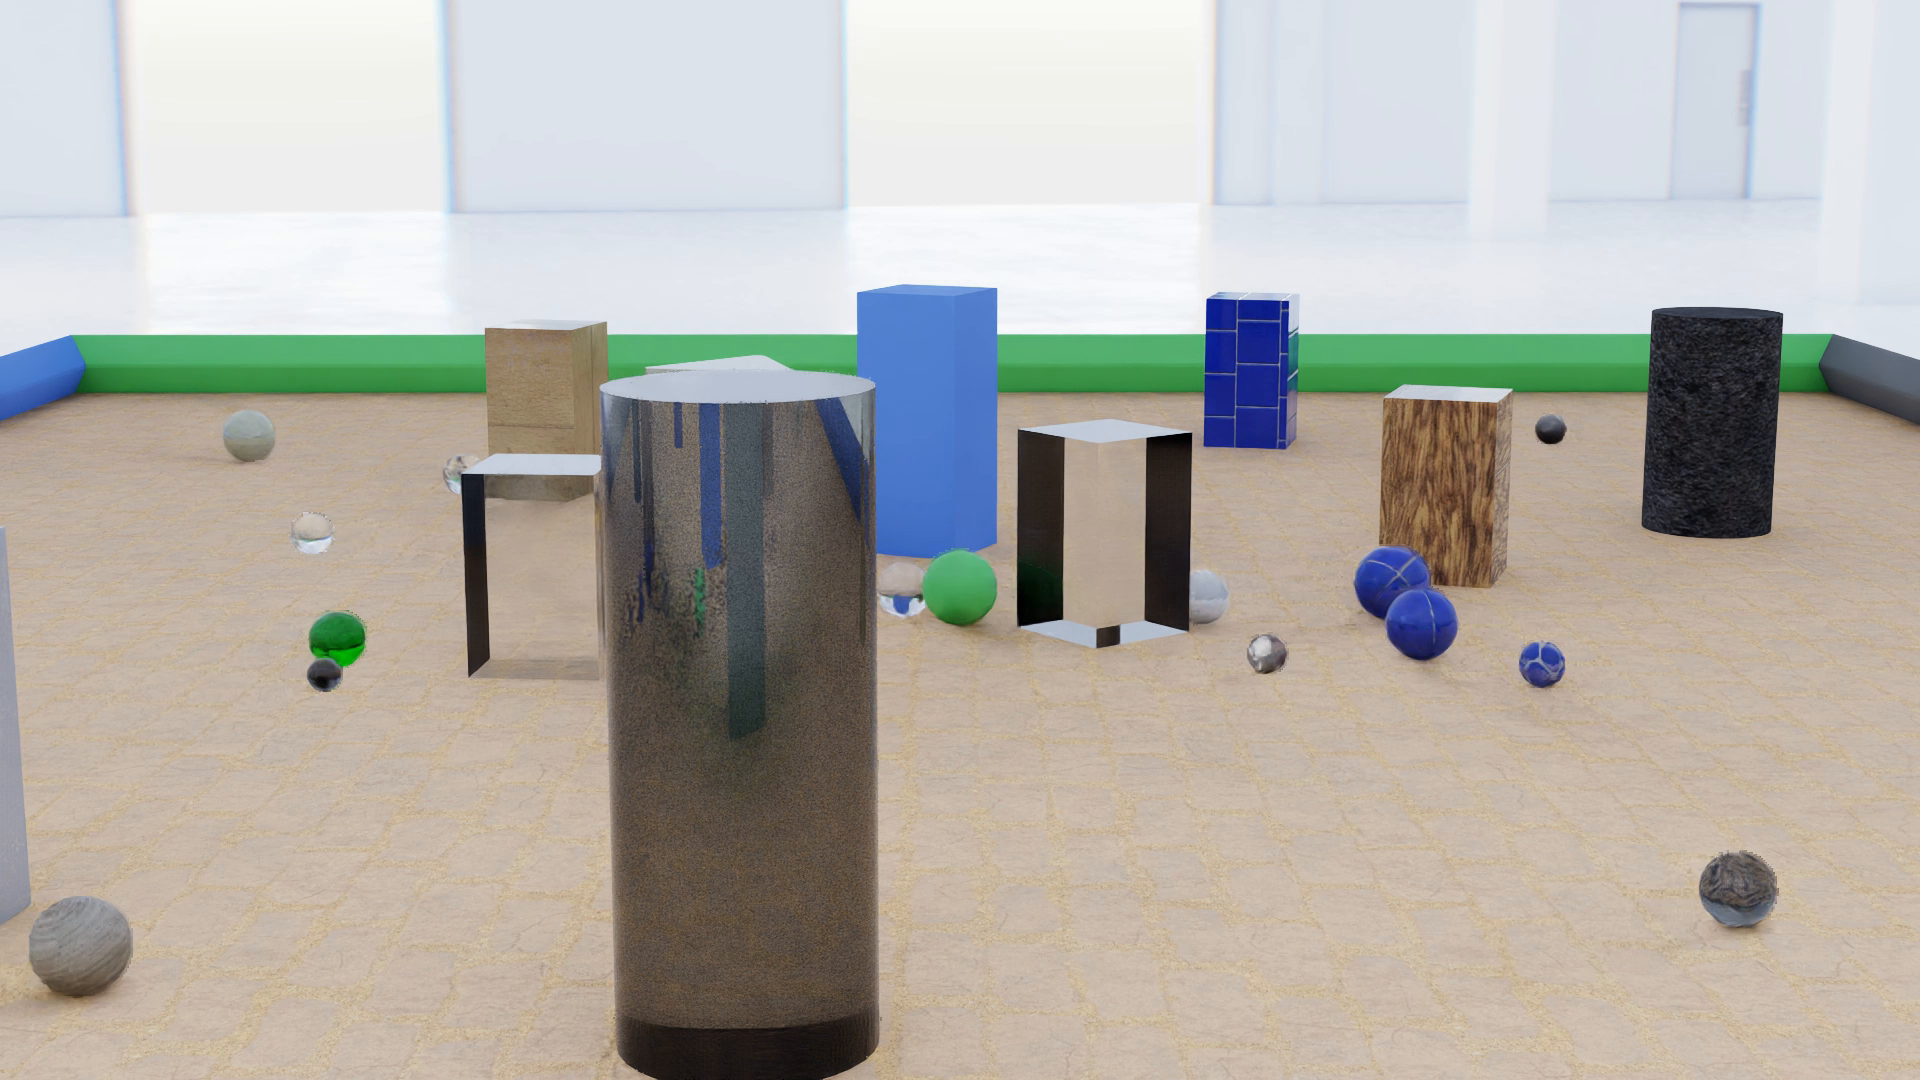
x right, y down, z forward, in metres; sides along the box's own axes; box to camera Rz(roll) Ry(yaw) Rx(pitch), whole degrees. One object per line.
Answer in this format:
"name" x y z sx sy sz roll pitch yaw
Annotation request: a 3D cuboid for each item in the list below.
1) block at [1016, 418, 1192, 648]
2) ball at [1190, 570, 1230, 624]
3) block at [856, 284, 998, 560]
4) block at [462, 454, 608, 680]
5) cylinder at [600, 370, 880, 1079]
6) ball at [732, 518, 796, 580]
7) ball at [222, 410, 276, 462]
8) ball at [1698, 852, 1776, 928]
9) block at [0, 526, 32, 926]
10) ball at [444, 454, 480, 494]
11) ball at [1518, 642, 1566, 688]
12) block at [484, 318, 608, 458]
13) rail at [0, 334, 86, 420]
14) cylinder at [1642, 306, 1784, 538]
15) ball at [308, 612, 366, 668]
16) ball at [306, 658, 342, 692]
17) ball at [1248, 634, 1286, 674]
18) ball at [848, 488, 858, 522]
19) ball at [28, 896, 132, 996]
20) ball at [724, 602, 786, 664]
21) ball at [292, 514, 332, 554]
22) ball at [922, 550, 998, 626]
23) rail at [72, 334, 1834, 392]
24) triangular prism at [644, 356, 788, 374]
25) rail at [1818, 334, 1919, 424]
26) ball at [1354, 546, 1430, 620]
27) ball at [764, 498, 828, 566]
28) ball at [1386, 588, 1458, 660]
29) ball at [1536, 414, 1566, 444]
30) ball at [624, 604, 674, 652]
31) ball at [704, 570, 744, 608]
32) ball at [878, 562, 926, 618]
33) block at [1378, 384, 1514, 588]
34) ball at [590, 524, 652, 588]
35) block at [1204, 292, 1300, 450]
"block" 0.187 -0.012 3.333 0.159 0.263 0.159 -8 13 -37
"ball" 0.318 0.075 3.367 0.071 0.071 0.071 0 10 0
"block" -0.048 -0.182 3.892 0.159 0.394 0.159 5 11 24
"block" -0.507 0.030 3.141 0.159 0.249 0.159 1 11 4
"cylinder" -0.160 0.133 1.900 0.199 0.498 0.199 0 10 0
"ball" -0.281 0.013 3.673 0.089 0.089 0.089 0 10 0
"ball" -1.323 -0.194 4.776 0.097 0.097 0.097 0 10 0
"ball" 0.666 0.299 2.197 0.064 0.064 0.064 0 10 0
"block" -0.905 0.167 2.156 0.159 0.338 0.159 1 11 6
"ball" -0.851 -0.113 4.405 0.071 0.071 0.071 0 10 0
"ball" 0.690 0.147 3.043 0.055 0.055 0.055 0 10 0
"block" -0.715 -0.233 4.463 0.159 0.286 0.159 3 11 14
"rail" -1.961 0.035 3.438 0.045 0.129 4.757 0 10 0
"cylinder" 1.192 -0.189 4.068 0.199 0.344 0.199 0 10 0
"ball" -0.763 0.122 3.142 0.069 0.069 0.069 0 10 0
"ball" -0.749 0.158 3.024 0.040 0.040 0.040 0 10 0
"ball" 0.372 0.138 3.113 0.047 0.047 0.047 0 10 0
"ball" -0.142 -0.055 4.094 0.071 0.071 0.071 0 10 0
"ball" -0.698 0.322 2.036 0.078 0.078 0.078 0 10 0
"ball" -0.253 0.114 3.166 0.075 0.075 0.075 0 10 0
"ball" -0.977 -0.009 3.870 0.061 0.061 0.061 0 10 0
"ball" 0.000 0.063 3.377 0.099 0.099 0.099 0 10 0
"rail" -0.014 -0.395 5.764 3.970 0.129 0.045 0 10 0
"triangular prism" -0.250 -0.007 2.944 0.173 0.395 0.150 2 11 13
"rail" 1.961 0.031 3.460 0.045 0.129 4.757 0 10 0
"ball" 0.574 0.057 3.410 0.100 0.100 0.100 0 10 0
"ball" -0.245 -0.012 3.786 0.099 0.099 0.099 0 10 0
"ball" 0.573 0.104 3.182 0.090 0.090 0.090 0 10 0
"ball" 1.150 -0.215 4.993 0.059 0.059 0.059 0 10 0
"ball" -0.391 0.110 3.227 0.061 0.061 0.061 0 10 0
"ball" -0.320 0.067 3.483 0.054 0.054 0.054 0 10 0
"ball" -0.075 0.066 3.426 0.075 0.075 0.075 0 10 0
"block" 0.700 -0.080 3.696 0.159 0.264 0.159 4 11 19
"ball" -0.478 0.023 3.620 0.089 0.089 0.089 0 10 0
"block" 0.569 -0.332 5.001 0.159 0.286 0.159 3 11 14
